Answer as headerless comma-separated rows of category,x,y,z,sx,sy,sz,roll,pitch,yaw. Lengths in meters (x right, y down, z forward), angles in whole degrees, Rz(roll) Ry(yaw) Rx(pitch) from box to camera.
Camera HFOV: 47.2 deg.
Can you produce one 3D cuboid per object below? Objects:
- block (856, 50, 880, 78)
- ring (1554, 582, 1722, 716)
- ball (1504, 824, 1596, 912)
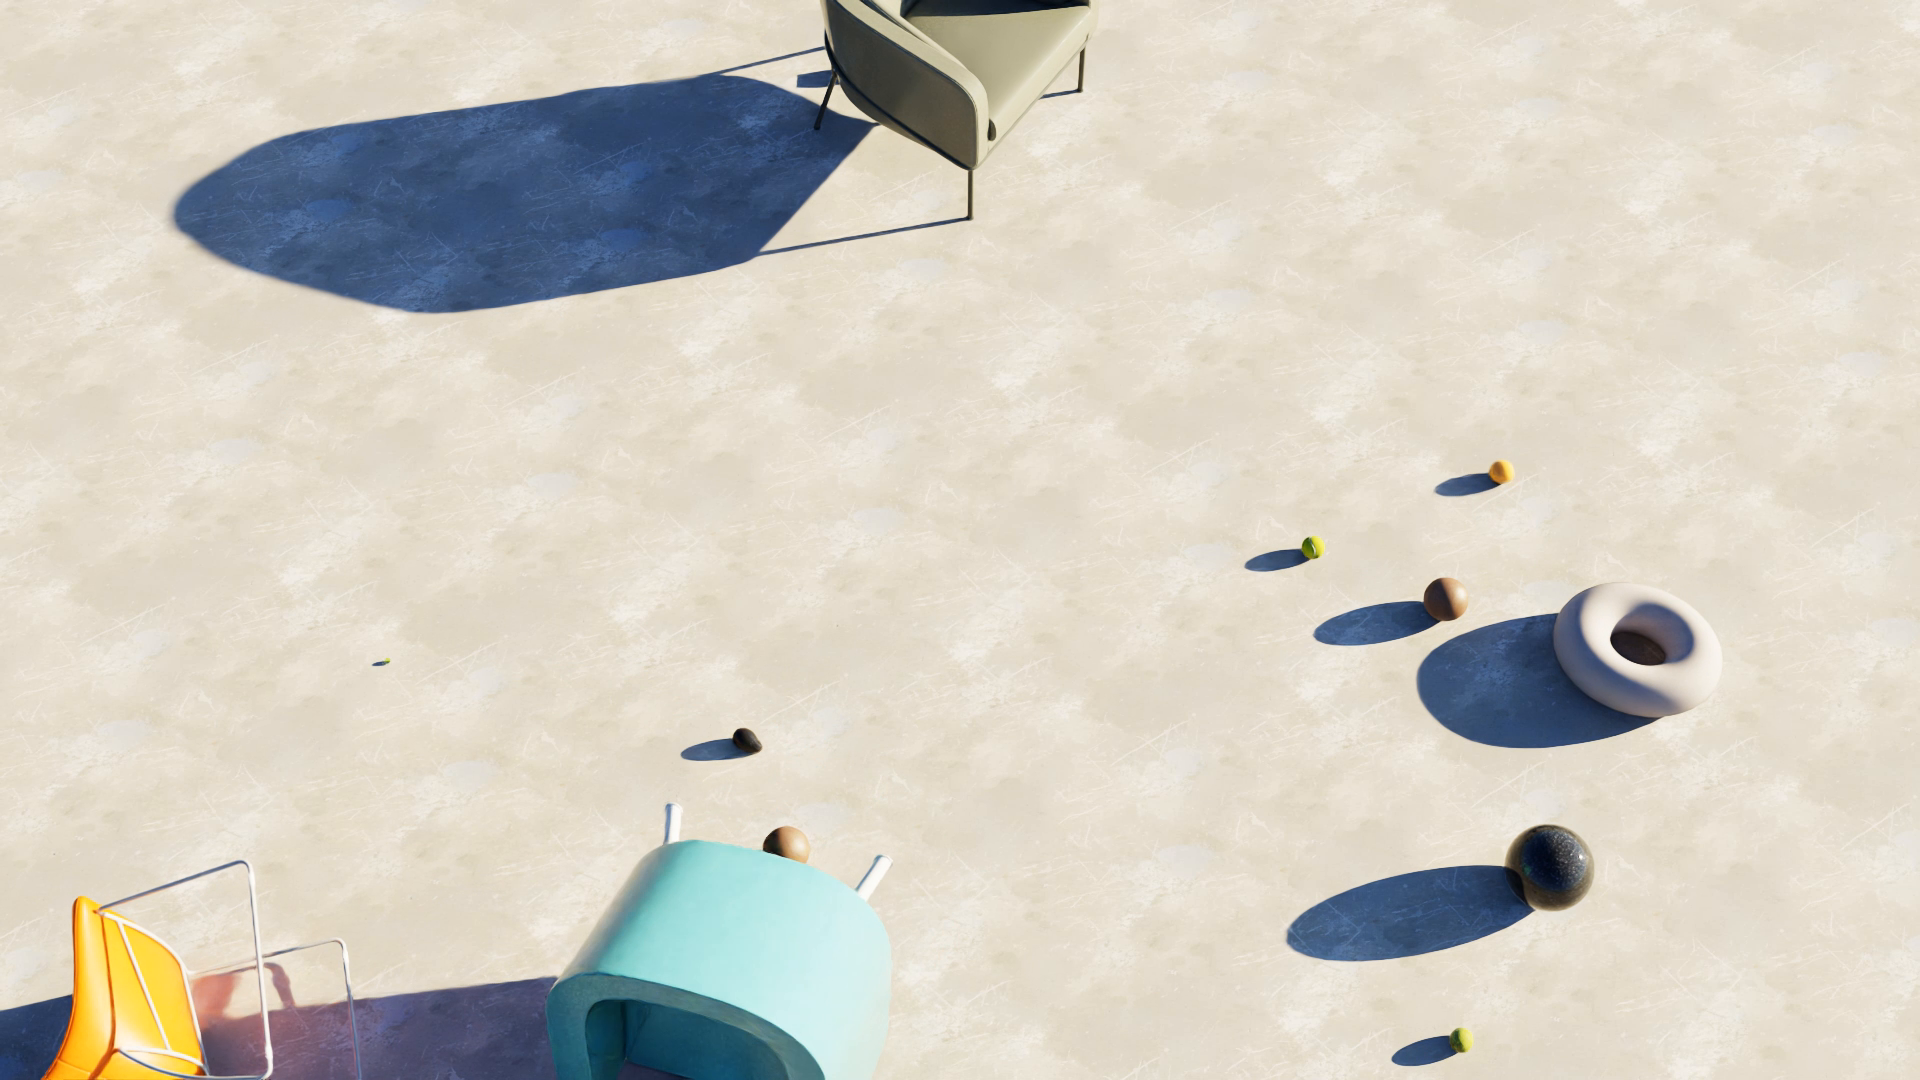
block,-0.321,-1.653,7.640,0.077,0.072,0.064,1,56,1
ring,1.931,0.311,6.270,0.478,0.163,0.404,21,60,14
ball,1.568,0.871,5.849,0.235,0.235,0.235,0,56,0
